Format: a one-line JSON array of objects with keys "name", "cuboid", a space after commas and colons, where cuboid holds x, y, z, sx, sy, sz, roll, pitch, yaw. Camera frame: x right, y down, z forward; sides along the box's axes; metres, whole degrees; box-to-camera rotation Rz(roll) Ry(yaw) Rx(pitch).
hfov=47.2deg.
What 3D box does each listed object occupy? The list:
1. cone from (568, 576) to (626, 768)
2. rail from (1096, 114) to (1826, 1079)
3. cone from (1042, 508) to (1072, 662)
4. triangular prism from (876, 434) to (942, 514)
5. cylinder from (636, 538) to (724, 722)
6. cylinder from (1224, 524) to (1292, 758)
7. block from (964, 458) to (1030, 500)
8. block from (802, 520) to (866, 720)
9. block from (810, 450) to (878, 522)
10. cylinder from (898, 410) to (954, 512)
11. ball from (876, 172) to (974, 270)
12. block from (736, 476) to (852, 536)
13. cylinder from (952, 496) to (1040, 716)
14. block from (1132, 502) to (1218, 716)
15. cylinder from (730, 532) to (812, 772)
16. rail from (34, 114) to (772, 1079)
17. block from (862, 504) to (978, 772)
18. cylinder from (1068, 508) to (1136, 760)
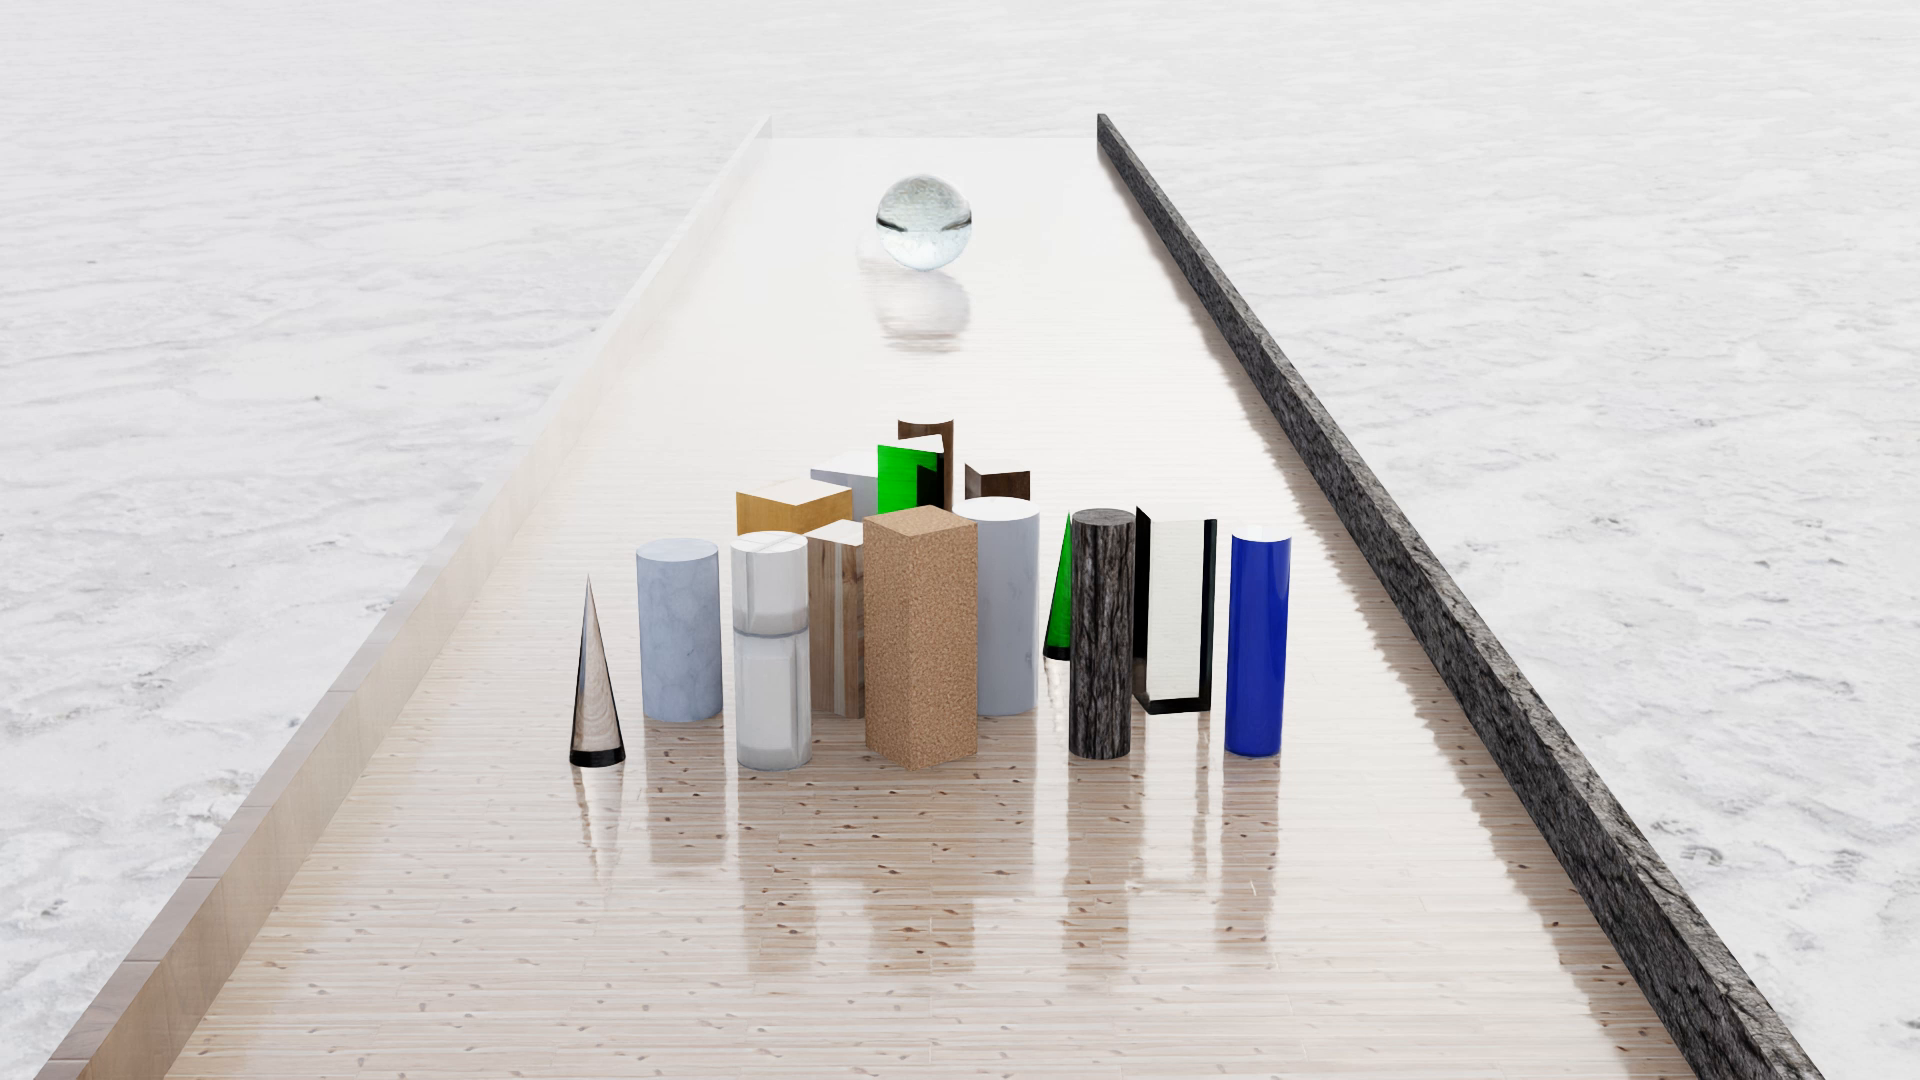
[{"name": "cone", "cuboid": [-0.647, 0.221, 3.874, 0.101, 0.348, 0.101, 0, 17, 0]}, {"name": "rail", "cuboid": [0.932, -0.844, 7.801, 0.050, 0.150, 12.000, 0, 17, -1]}, {"name": "cone", "cuboid": [0.217, 0.082, 4.415, 0.100, 0.305, 0.100, 0, 17, 0]}, {"name": "triangular prism", "cuboid": [-0.070, 0.018, 4.387, 0.145, 0.444, 0.125, 9, 19, 27]}, {"name": "cylinder", "cuboid": [-0.524, 0.167, 4.116, 0.152, 0.313, 0.152, 0, 17, 0]}, {"name": "cylinder", "cuboid": [0.529, 0.181, 3.910, 0.104, 0.403, 0.104, 0, 17, 0]}, {"name": "block", "cuboid": [0.078, 0.002, 4.649, 0.109, 0.326, 0.109, -5, 17, -18]}, {"name": "block", "cuboid": [-0.206, 0.148, 4.137, 0.126, 0.338, 0.126, 11, 20, 32]}, {"name": "block", "cuboid": [-0.196, -0.001, 4.651, 0.173, 0.331, 0.173, 8, 18, 25]}, {"name": "cylinder", "cuboid": [-0.075, -0.090, 4.873, 0.125, 0.374, 0.125, 0, 17, 0]}, {"name": "ball", "cuboid": [-0.143, -1.281, 8.849, 0.391, 0.391, 0.391, 0, 17, 0]}, {"name": "block", "cuboid": [-0.328, 0.067, 4.394, 0.162, 0.346, 0.162, 13, 21, 37]}, {"name": "cylinder", "cuboid": [0.067, 0.124, 4.143, 0.164, 0.380, 0.164, 0, 17, 0]}, {"name": "block", "cuboid": [0.402, 0.128, 4.136, 0.121, 0.377, 0.121, -3, 17, -11]}, {"name": "cylinder", "cuboid": [-0.331, 0.195, 3.866, 0.133, 0.401, 0.133, 0, 17, 0]}, {"name": "rail", "cuboid": [-1.118, -0.838, 7.780, 0.050, 0.150, 12.000, 0, 17, -1]}, {"name": "block", "cuboid": [-0.070, 0.172, 3.896, 0.144, 0.430, 0.144, -11, 20, -34]}, {"name": "cylinder", "cuboid": [0.251, 0.167, 3.904, 0.112, 0.434, 0.112, 0, 17, 0]}]
